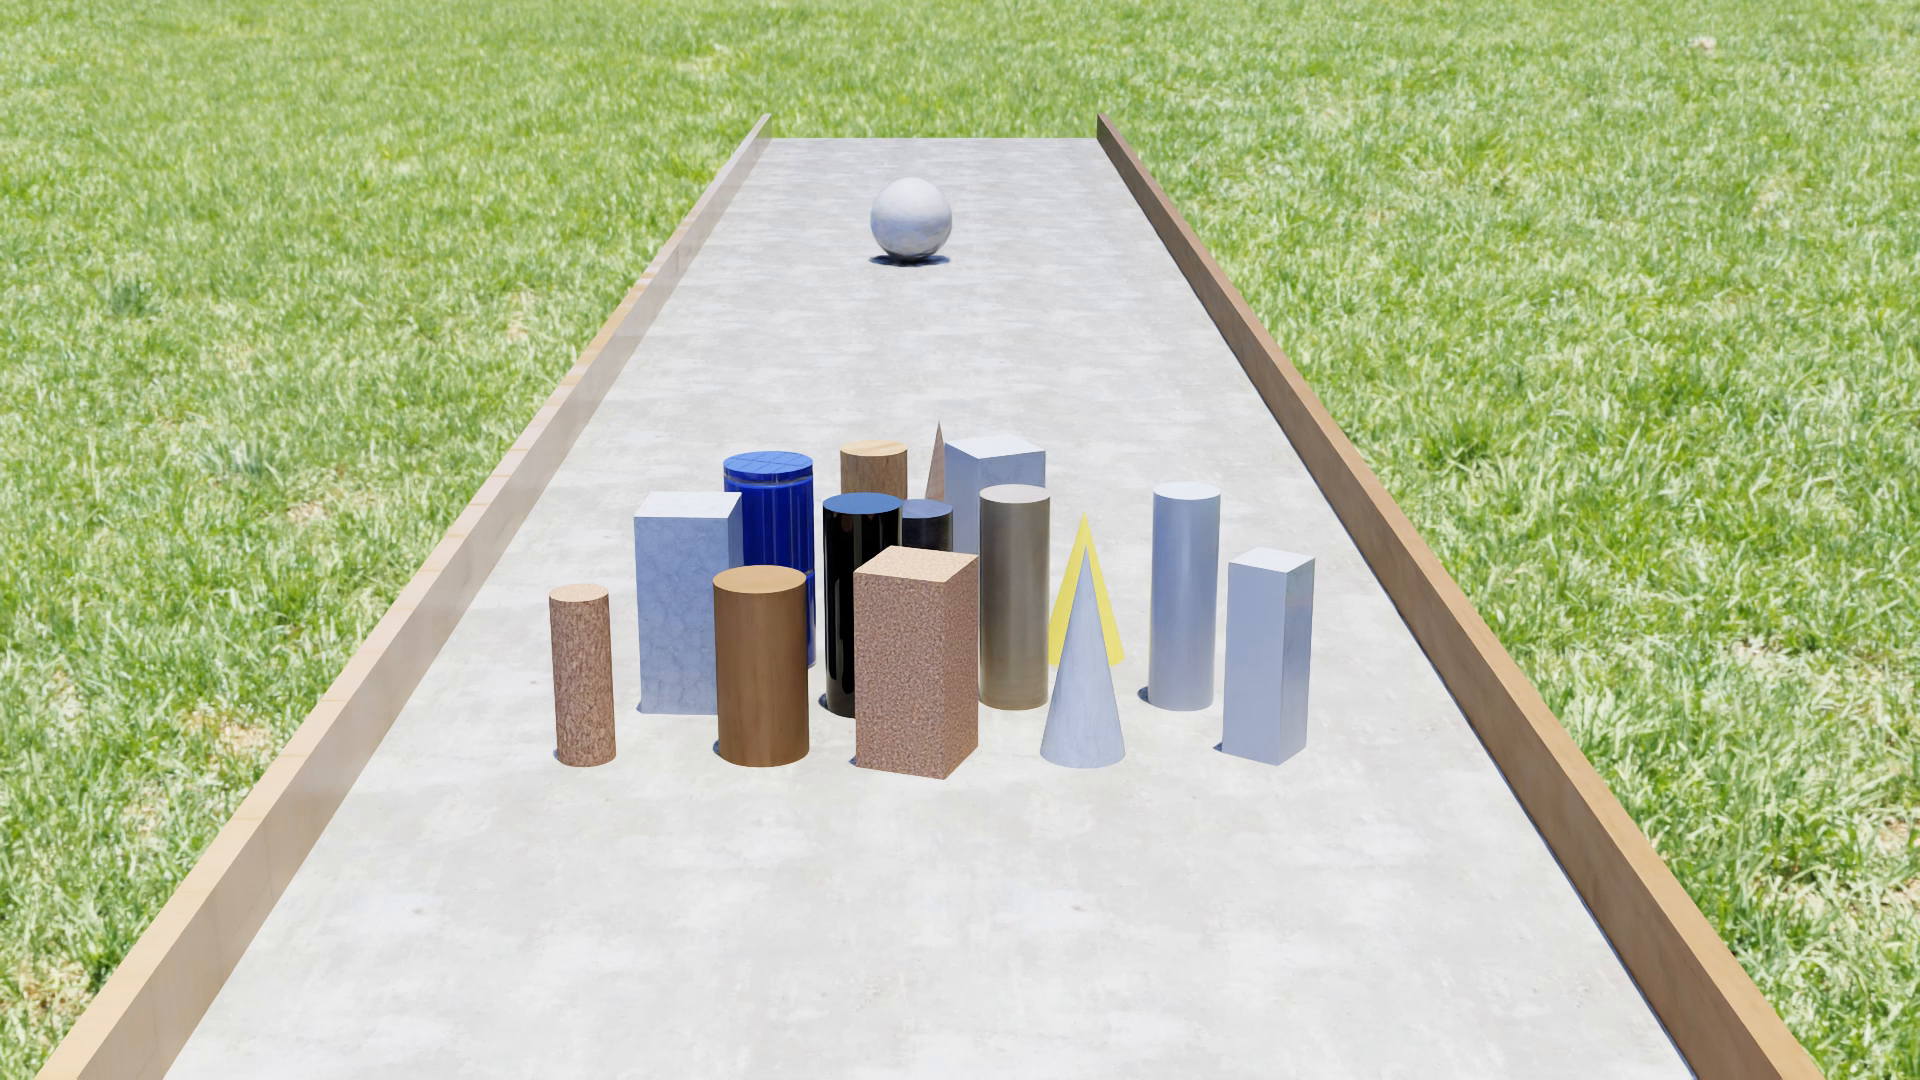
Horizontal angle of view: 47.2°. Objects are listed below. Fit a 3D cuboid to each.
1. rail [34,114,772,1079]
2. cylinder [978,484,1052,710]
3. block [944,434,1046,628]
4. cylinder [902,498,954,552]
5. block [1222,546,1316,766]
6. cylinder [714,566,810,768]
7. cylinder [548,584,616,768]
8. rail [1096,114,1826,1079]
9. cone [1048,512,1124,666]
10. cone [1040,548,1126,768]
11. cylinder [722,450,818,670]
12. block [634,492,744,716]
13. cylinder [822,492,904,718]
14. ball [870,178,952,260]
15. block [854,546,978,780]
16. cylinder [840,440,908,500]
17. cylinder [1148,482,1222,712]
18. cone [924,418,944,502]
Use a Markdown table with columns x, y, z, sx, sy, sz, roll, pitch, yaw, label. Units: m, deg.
| x | y | z | sx | sy | sz | roll | pitch | yaw | label |
| --- | --- | --- | --- | --- | --- | --- | --- | --- | --- |
| -1.118 | -0.838 | 7.780 | 0.050 | 0.150 | 12.000 | 0 | 17 | -1 | rail |
| 0.103 | 0.108 | 4.150 | 0.133 | 0.406 | 0.133 | 0 | 17 | 0 | cylinder |
| 0.073 | -0.020 | 4.650 | 0.157 | 0.368 | 0.157 | -8 | 18 | -25 | block |
| -0.084 | 0.090 | 4.367 | 0.141 | 0.317 | 0.141 | 0 | 17 | 0 | cylinder |
| 0.547 | 0.206 | 3.906 | 0.112 | 0.359 | 0.112 | 11 | 20 | 33 | block |
| -0.352 | 0.223 | 3.909 | 0.163 | 0.323 | 0.163 | 0 | 17 | 0 | cylinder |
| -0.666 | 0.239 | 3.883 | 0.103 | 0.308 | 0.103 | 0 | 17 | 0 | cylinder |
| 0.932 | -0.844 | 7.801 | 0.050 | 0.150 | 12.000 | 0 | 17 | -1 | rail |
| 0.247 | 0.087 | 4.401 | 0.172 | 0.305 | 0.172 | 0 | 17 | 0 | cone |
| 0.220 | 0.193 | 3.889 | 0.154 | 0.392 | 0.154 | 0 | 17 | 0 | cone |
| -0.375 | 0.046 | 4.350 | 0.176 | 0.413 | 0.176 | 0 | 17 | 0 | cylinder |
| -0.506 | 0.118 | 4.151 | 0.173 | 0.386 | 0.173 | 1 | 17 | 3 | block |
| -0.180 | 0.122 | 4.117 | 0.149 | 0.398 | 0.149 | 0 | 17 | 0 | cylinder |
| -0.202 | -1.325 | 9.083 | 0.342 | 0.342 | 0.342 | 0 | 17 | 0 | ball |
| -0.075 | 0.214 | 3.875 | 0.168 | 0.361 | 0.168 | 6 | 18 | 20 | block |
| -0.179 | -0.011 | 4.605 | 0.139 | 0.375 | 0.139 | 0 | 17 | 0 | cylinder |
| 0.421 | 0.106 | 4.141 | 0.126 | 0.415 | 0.126 | 0 | 17 | 0 | cylinder |
| -0.046 | -0.093 | 4.899 | 0.134 | 0.365 | 0.134 | 0 | 17 | 0 | cone |
